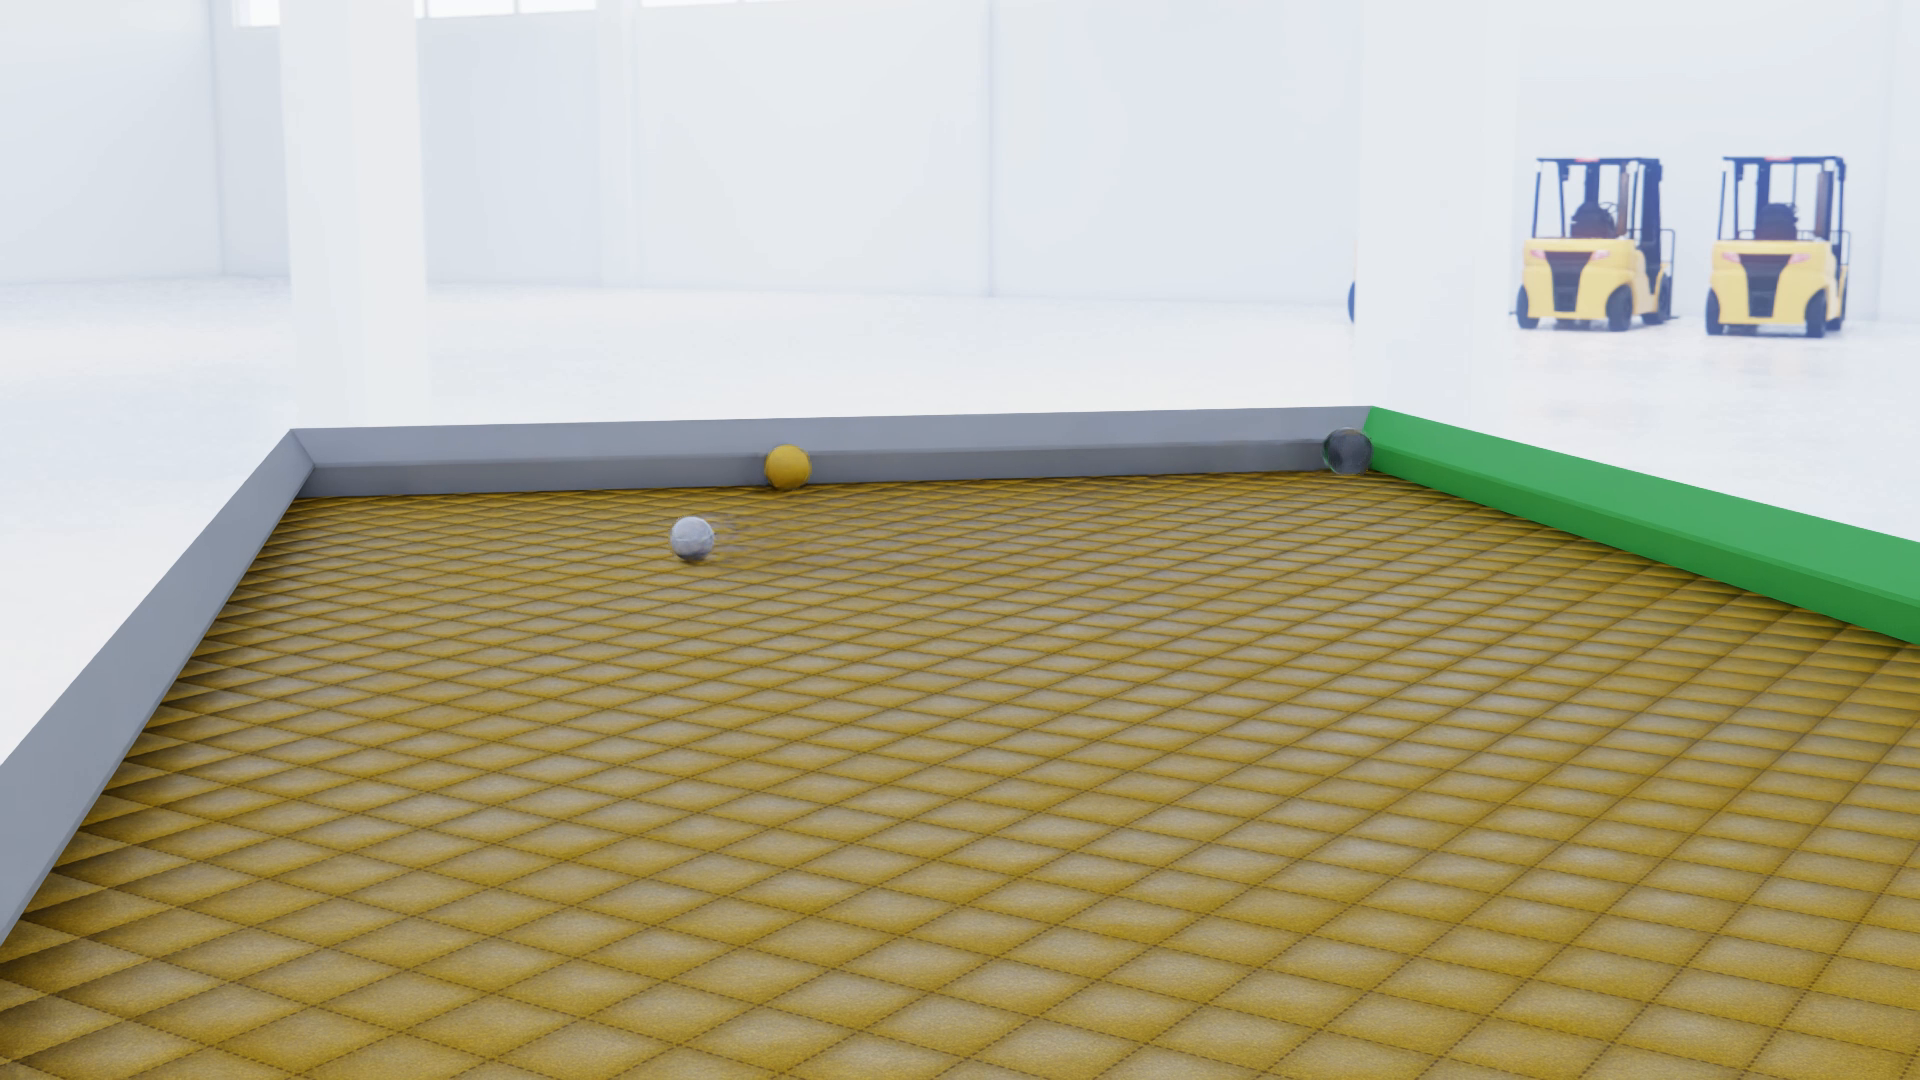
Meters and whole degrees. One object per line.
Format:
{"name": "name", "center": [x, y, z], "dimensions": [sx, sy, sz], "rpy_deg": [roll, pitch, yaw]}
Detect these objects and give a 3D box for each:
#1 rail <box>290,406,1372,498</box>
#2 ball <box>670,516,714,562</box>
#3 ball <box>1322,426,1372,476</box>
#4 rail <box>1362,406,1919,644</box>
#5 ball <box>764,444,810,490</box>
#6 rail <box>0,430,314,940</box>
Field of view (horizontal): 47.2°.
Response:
{"name": "rail", "center": [-0.196, -0.176, 4.325], "dimensions": [2.157, 0.129, 0.045], "rpy_deg": [-2, 9, -12]}
{"name": "ball", "center": [-0.419, -0.002, 3.434], "dimensions": [0.070, 0.070, 0.070], "rpy_deg": [0, 9, 0]}
{"name": "ball", "center": [0.784, -0.179, 4.446], "dimensions": [0.099, 0.099, 0.099], "rpy_deg": [0, 9, 0]}
{"name": "rail", "center": [1.234, 0.094, 2.644], "dimensions": [0.045, 0.129, 3.963], "rpy_deg": [-2, 9, -12]}
{"name": "ball", "center": [-0.334, -0.140, 4.237], "dimensions": [0.088, 0.088, 0.088], "rpy_deg": [0, 9, 0]}
{"name": "rail", "center": [-0.832, 0.162, 2.221], "dimensions": [0.045, 0.129, 3.963], "rpy_deg": [-2, 9, -12]}
